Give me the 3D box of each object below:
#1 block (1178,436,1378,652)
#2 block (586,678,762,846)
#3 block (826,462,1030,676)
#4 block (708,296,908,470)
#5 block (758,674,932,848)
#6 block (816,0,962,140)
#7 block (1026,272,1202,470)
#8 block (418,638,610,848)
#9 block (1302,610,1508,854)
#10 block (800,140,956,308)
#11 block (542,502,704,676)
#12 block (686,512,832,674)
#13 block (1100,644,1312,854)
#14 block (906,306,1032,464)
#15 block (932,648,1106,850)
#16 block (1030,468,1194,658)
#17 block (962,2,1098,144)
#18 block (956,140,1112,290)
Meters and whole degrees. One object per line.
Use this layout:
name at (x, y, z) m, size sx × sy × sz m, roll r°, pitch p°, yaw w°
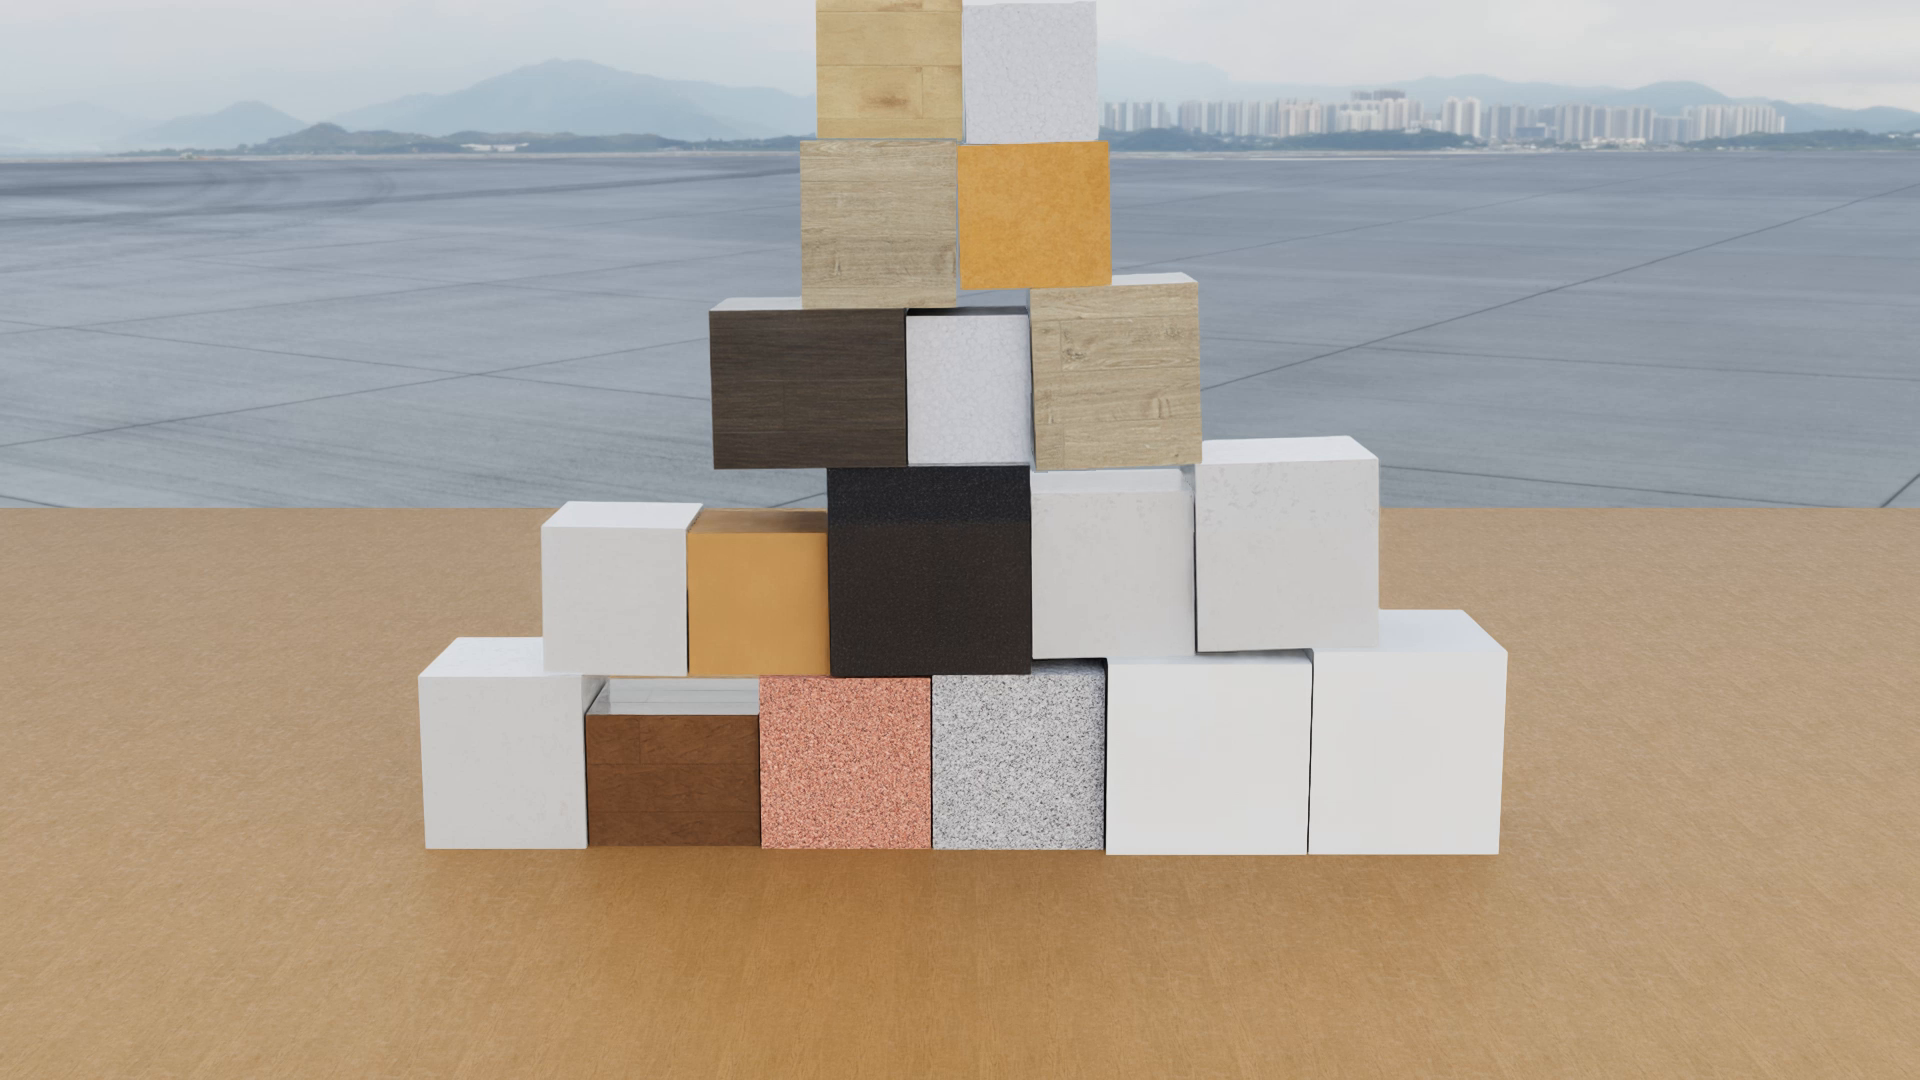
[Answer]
block at (1.606, 0.003, 11.187) m, size 0.892 × 0.933 × 0.836 m, roll -2°, pitch 10°, yaw 0°
block at (-1.436, 1.140, 11.388) m, size 0.861 × 0.683 × 0.753 m, roll 0°, pitch 10°, yaw 0°
block at (-0.149, 0.079, 11.198) m, size 0.987 × 1.044 × 0.856 m, roll -1°, pitch 10°, yaw 0°
block at (-0.733, -0.806, 11.042) m, size 0.933 × 0.767 × 0.902 m, roll -1°, pitch 10°, yaw 0°
block at (-0.571, 1.045, 11.362) m, size 0.849 × 0.880 × 0.817 m, roll 0°, pitch 10°, yaw 0°
block at (-0.336, -2.335, 10.775) m, size 0.697 × 0.745 × 0.616 m, roll 0°, pitch 10°, yaw 0°
block at (0.759, -0.858, 11.023) m, size 0.808 × 0.883 × 0.774 m, roll -2°, pitch 10°, yaw 0°
block at (-2.279, 1.035, 11.387) m, size 0.806 × 0.889 × 0.870 m, roll 0°, pitch 10°, yaw 0°
block at (2.209, 0.969, 11.347) m, size 0.946 × 1.033 × 0.988 m, roll 0°, pitch 10°, yaw 0°
block at (-0.389, -1.576, 10.890) m, size 0.742 × 0.791 × 0.769 m, roll 0°, pitch 10°, yaw 0°
block at (-1.707, 0.236, 11.232) m, size 0.710 × 0.744 × 0.766 m, roll 1°, pitch 10°, yaw 0°
block at (-0.996, 0.260, 11.211) m, size 0.702 × 0.717 × 0.649 m, roll 0°, pitch 10°, yaw 0°
block at (1.227, 0.999, 11.354) m, size 0.998 × 0.972 × 0.998 m, roll 0°, pitch 10°, yaw 0°
block at (0.044, -0.789, 11.029) m, size 0.605 × 0.720 × 0.600 m, roll -1°, pitch 10°, yaw 0°
block at (0.291, 1.038, 11.351) m, size 0.855 × 0.897 × 0.821 m, roll 0°, pitch 10°, yaw 0°
block at (0.755, 0.108, 11.216) m, size 0.805 × 0.830 × 0.735 m, roll -1°, pitch 10°, yaw 0°
block at (0.338, -2.272, 10.768) m, size 0.633 × 0.647 × 0.658 m, roll -1°, pitch 10°, yaw 0°
block at (0.356, -1.617, 10.888) m, size 0.726 × 0.685 × 0.740 m, roll -2°, pitch 10°, yaw 0°
